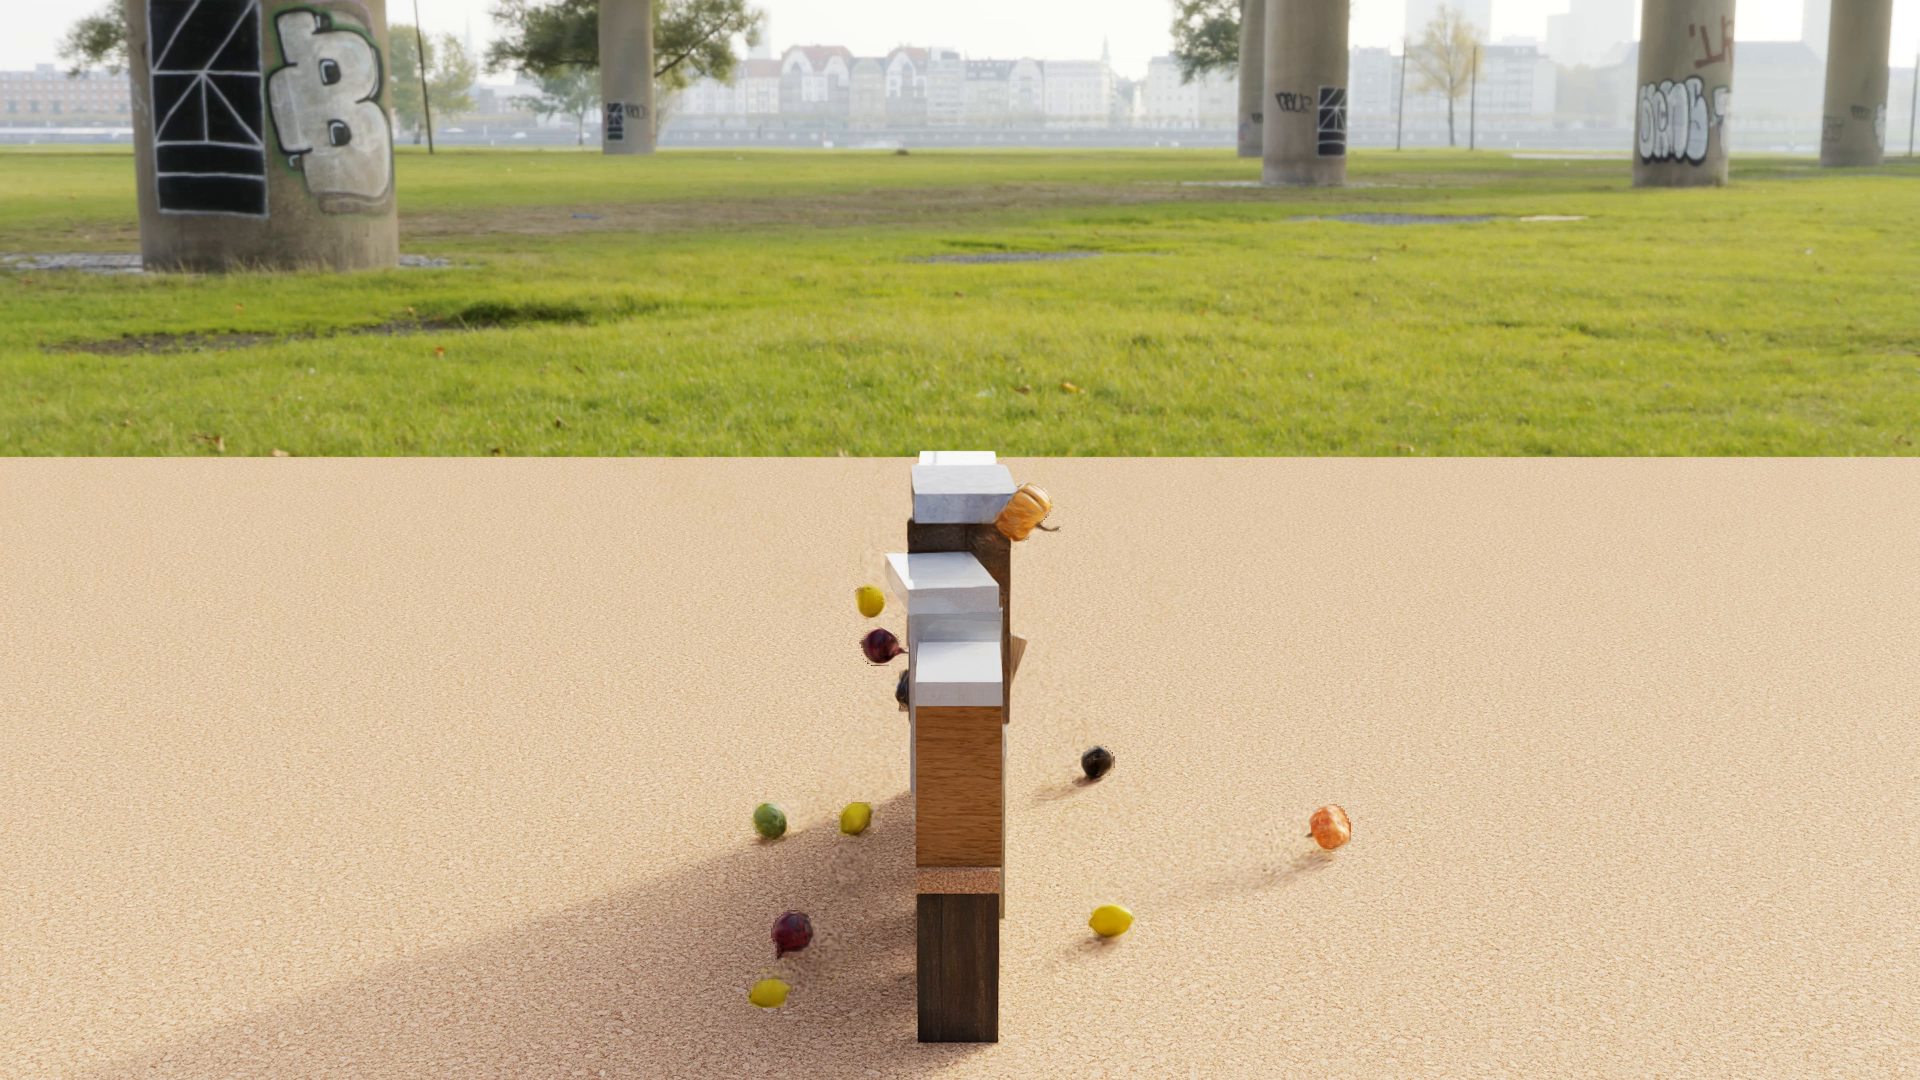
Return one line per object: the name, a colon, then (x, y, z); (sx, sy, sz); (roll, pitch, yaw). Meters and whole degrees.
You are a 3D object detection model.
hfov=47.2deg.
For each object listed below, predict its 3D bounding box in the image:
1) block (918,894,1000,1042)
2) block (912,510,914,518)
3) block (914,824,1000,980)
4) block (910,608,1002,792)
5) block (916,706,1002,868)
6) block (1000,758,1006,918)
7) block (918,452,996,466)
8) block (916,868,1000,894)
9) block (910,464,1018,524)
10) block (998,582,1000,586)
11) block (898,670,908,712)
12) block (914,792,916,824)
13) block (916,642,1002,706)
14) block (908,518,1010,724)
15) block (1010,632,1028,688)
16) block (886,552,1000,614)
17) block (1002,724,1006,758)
block: (-0.003, 0.587, 3.064); (0.113, 0.226, 0.032); (0, 11, 0)
block: (0.002, 0.090, 3.739); (0.163, 0.326, 0.046); (0, 6, 0)
block: (-0.004, 0.532, 3.293); (0.126, 0.251, 0.036); (0, 11, 0)
block: (-0.006, 0.237, 3.254); (0.135, 0.270, 0.038); (0, 6, 2)
block: (-0.002, 0.331, 3.011); (0.117, 0.234, 0.033); (0, 11, 0)
block: (0.003, 0.471, 3.547); (0.139, 0.278, 0.039); (0, 11, 0)
block: (-0.005, -0.123, 4.043); (0.141, 0.040, 0.283); (0, 11, 0)
block: (-0.003, 0.447, 3.115); (0.113, 0.032, 0.226); (0, 11, 0)
block: (0.003, -0.078, 3.613); (0.163, 0.046, 0.326); (0, 10, -2)
block: (-0.006, 0.204, 3.432); (0.135, 0.270, 0.038); (0, 6, 0)
block: (-0.039, 0.273, 3.915); (0.146, 0.073, 0.021); (3, 6, 25)
block: (-0.005, 0.375, 3.350); (0.126, 0.036, 0.251); (0, 11, 0)
block: (-0.001, 0.185, 3.063); (0.117, 0.033, 0.234); (0, 11, 0)
block: (-0.001, 0.128, 3.519); (0.163, 0.326, 0.046); (0, 7, 2)
block: (0.063, 0.233, 3.941); (0.073, 0.146, 0.021); (19, 10, -3)
block: (-0.030, 0.063, 3.338); (0.135, 0.038, 0.270); (-2, 11, -9)
block: (0.005, 0.298, 3.609); (0.139, 0.039, 0.278); (0, 11, 0)
